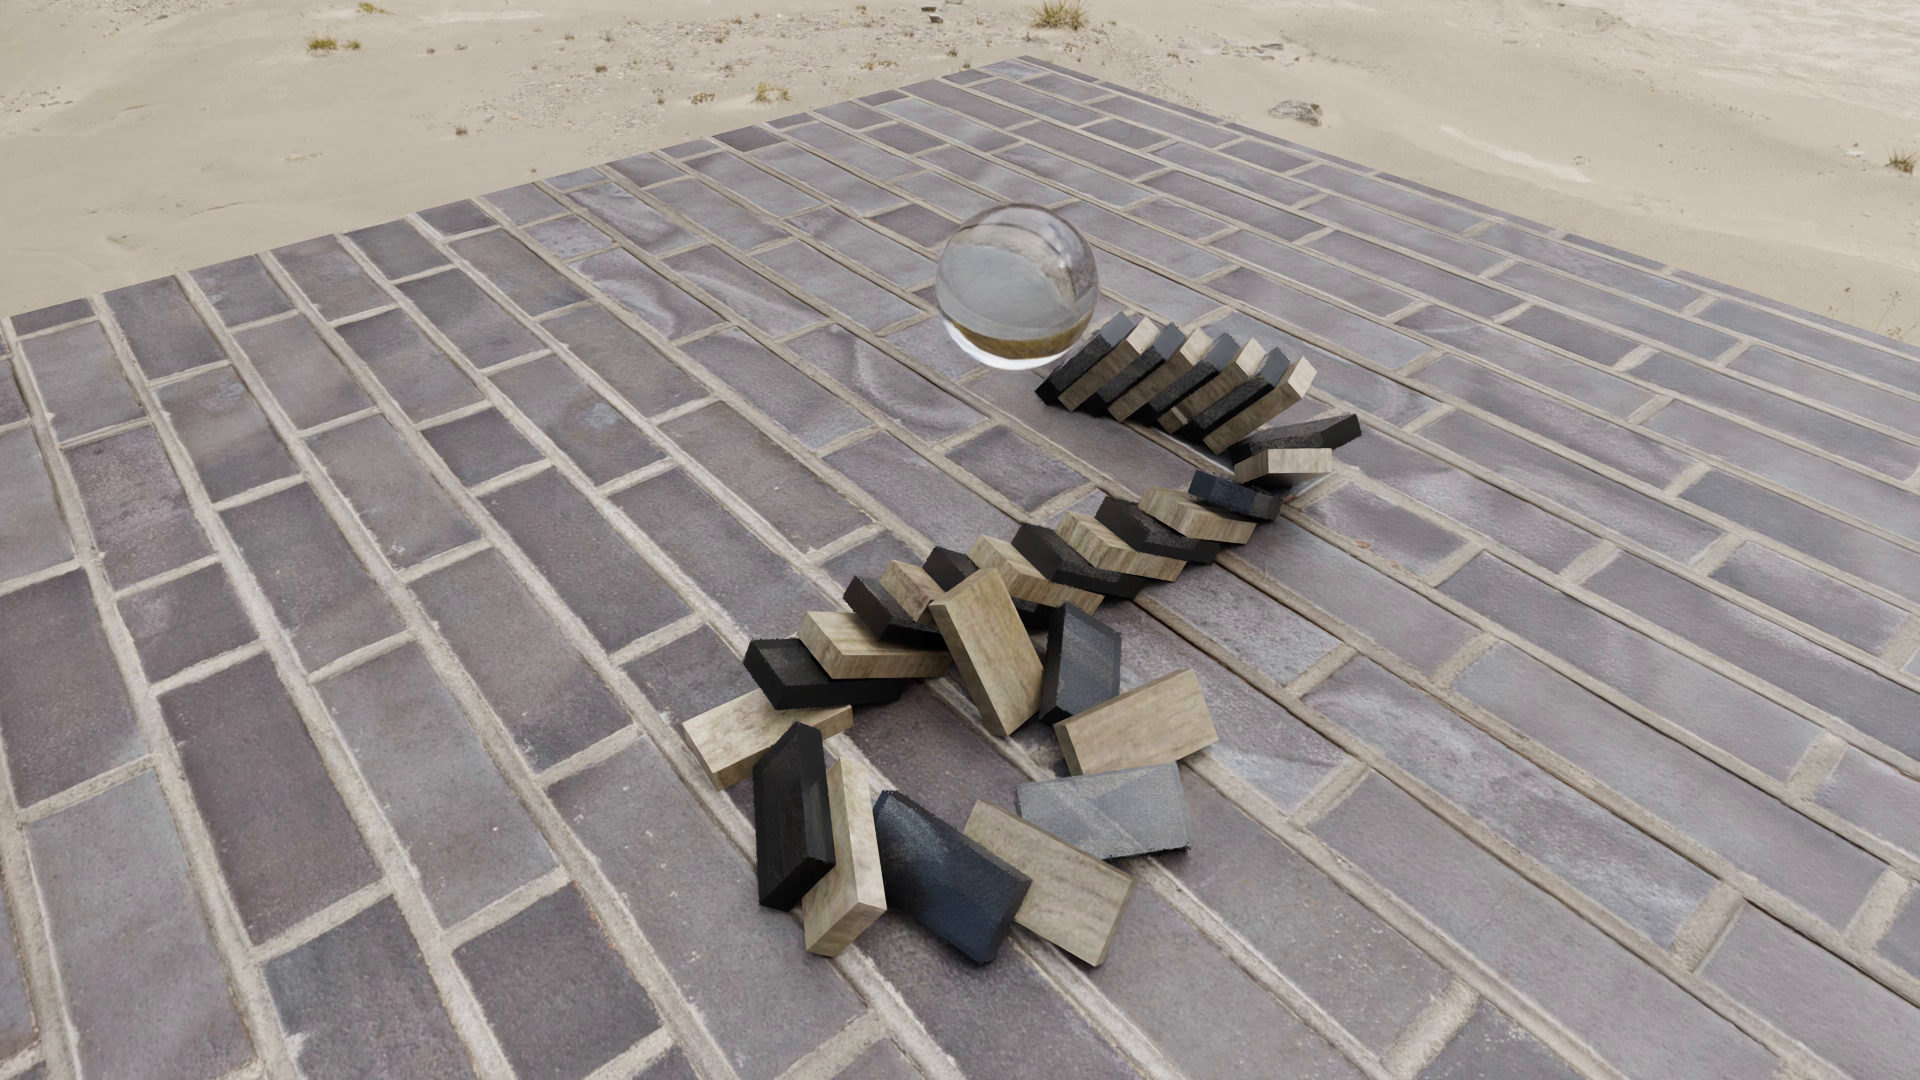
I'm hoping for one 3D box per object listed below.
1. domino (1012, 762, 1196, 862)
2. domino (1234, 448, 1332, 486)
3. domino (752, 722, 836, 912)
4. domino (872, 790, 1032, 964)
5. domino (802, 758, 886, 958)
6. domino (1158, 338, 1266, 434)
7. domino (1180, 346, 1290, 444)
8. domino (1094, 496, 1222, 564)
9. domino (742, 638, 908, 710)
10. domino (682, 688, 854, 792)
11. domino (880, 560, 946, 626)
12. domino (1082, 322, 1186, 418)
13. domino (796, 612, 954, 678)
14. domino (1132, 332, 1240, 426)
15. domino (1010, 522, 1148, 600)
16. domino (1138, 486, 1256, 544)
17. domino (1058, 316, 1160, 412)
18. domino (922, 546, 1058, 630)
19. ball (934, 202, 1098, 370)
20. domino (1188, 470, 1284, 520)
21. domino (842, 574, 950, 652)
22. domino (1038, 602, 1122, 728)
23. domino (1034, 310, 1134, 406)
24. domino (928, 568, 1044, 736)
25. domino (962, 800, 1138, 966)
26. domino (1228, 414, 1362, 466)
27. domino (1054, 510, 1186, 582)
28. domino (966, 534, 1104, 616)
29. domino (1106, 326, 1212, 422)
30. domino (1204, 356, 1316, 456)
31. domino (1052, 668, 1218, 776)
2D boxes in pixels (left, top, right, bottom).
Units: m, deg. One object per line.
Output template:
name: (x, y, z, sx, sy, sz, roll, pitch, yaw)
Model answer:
domino: (0.043, 0.084, 0.333, 0.050, 0.010, 0.025, -6, 67, -8)
domino: (0.133, -0.030, 0.455, 0.025, 0.010, 0.050, -1, -3, -1)
domino: (-0.051, 0.082, 0.331, 0.010, 0.025, 0.050, 27, 28, -30)
domino: (-0.007, 0.095, 0.315, 0.050, 0.009, 0.025, 26, 89, 28)
domino: (-0.036, 0.091, 0.320, 0.009, 0.025, 0.050, 27, 28, -30)
domino: (0.114, -0.070, 0.500, 0.009, 0.050, 0.025, 46, 47, -6)
domino: (0.123, -0.064, 0.494, 0.009, 0.050, 0.025, 46, 47, -6)
domino: (0.078, -0.004, 0.428, 0.050, 0.010, 0.025, 8, 26, -45)
domino: (-0.045, 0.044, 0.372, 0.050, 0.009, 0.025, 3, 30, -42)
domino: (-0.064, 0.062, 0.368, 0.050, 0.009, 0.025, -23, 45, -25)
domino: (-0.002, 0.022, 0.392, 0.050, 0.009, 0.025, 17, 20, -45)
domino: (0.080, -0.079, 0.512, 0.010, 0.050, 0.025, 46, 47, -6)
domino: (-0.029, 0.036, 0.381, 0.050, 0.010, 0.025, 6, 28, -44)
domino: (0.103, -0.073, 0.504, 0.009, 0.050, 0.025, 46, 49, -6)
domino: (0.045, 0.008, 0.413, 0.050, 0.010, 0.025, 13, 24, -43)
domino: (0.095, -0.010, 0.436, 0.025, 0.009, 0.050, 35, 19, 35)
domino: (0.069, -0.082, 0.515, 0.010, 0.050, 0.025, 46, 46, -6)
domino: (0.013, 0.018, 0.399, 0.050, 0.010, 0.025, 18, 19, -43)
ball: (0.028, -0.124, 0.539, 0.080, 0.080, 0.080, 0, 39, 0)
domino: (0.112, -0.018, 0.444, 0.025, 0.010, 0.050, 24, 10, 26)
domino: (-0.015, 0.027, 0.388, 0.050, 0.010, 0.025, 16, 21, -47)
domino: (0.042, 0.046, 0.377, 0.025, 0.010, 0.050, 31, 37, -15)
domino: (0.058, -0.085, 0.520, 0.009, 0.050, 0.025, 46, 47, -6)
domino: (0.011, 0.037, 0.369, 0.025, 0.050, 0.009, -34, 15, -34)
domino: (0.023, 0.097, 0.314, 0.050, 0.010, 0.025, 23, 85, 25)
domino: (0.143, -0.043, 0.473, 0.025, 0.010, 0.050, -25, 11, -32)
domino: (0.062, 0.003, 0.420, 0.050, 0.010, 0.025, 10, 25, -44)
domino: (0.029, 0.013, 0.405, 0.050, 0.009, 0.025, 16, 22, -44)
domino: (0.092, -0.076, 0.508, 0.009, 0.050, 0.025, 46, 47, -6)
domino: (0.132, -0.059, 0.487, 0.009, 0.050, 0.025, 46, 46, -6)
domino: (0.057, 0.062, 0.356, 0.050, 0.025, 0.010, -20, -1, -22)
